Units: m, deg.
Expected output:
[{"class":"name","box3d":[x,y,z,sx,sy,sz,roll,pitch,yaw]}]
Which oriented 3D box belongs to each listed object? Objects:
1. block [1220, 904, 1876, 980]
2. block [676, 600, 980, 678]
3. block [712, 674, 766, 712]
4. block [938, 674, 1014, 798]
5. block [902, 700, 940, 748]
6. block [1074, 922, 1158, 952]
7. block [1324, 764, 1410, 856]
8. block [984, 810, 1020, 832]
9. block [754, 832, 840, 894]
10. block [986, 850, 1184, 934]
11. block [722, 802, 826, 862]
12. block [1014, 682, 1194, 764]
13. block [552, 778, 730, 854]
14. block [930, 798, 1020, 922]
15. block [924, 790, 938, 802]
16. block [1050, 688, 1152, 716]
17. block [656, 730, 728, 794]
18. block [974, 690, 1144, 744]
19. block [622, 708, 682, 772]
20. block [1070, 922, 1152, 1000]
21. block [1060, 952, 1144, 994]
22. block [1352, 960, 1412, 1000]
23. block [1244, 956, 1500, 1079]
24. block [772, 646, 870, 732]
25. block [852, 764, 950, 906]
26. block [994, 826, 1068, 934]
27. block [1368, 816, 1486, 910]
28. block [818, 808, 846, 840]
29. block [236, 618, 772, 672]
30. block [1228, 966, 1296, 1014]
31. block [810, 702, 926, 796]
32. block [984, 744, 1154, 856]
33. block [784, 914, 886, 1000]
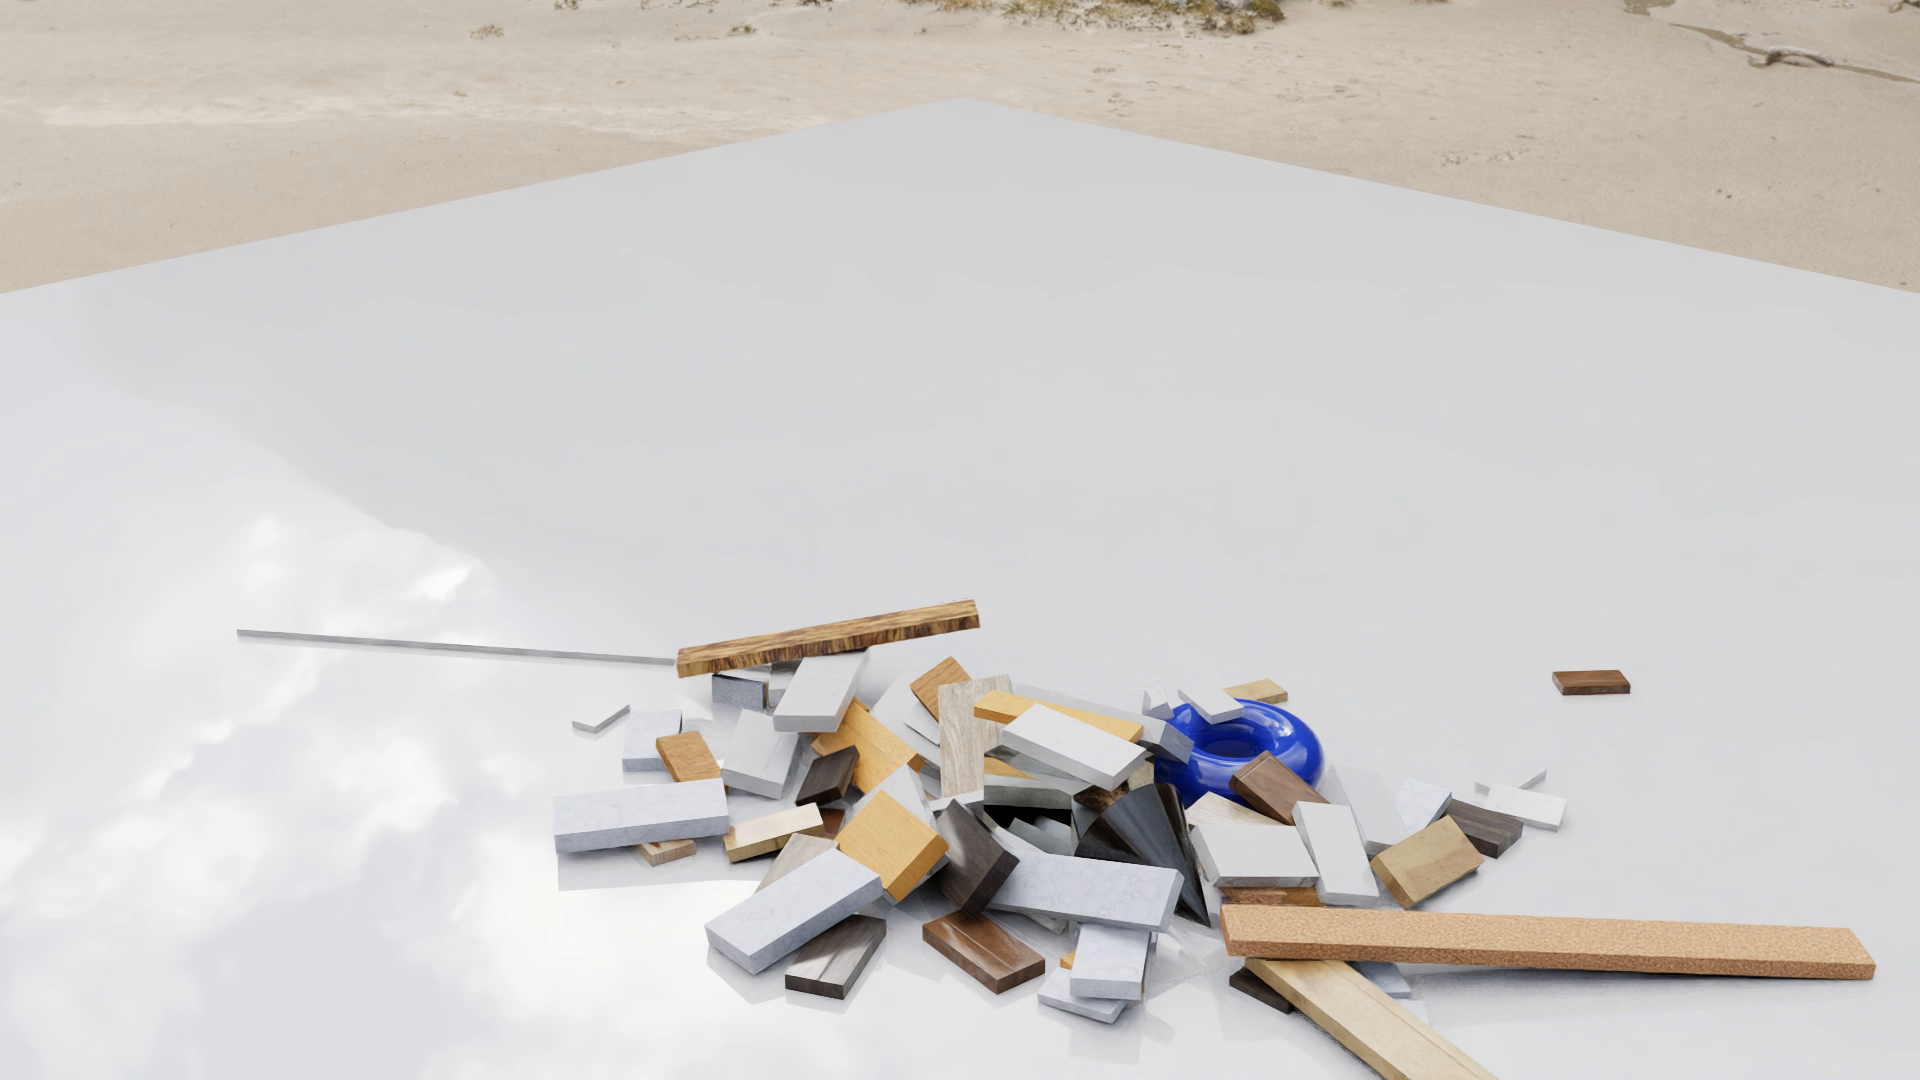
[{"class":"block","box3d":[1.046,0.718,3.931,1.157,0.033,0.117,3,23,-3]},{"class":"block","box3d":[-0.292,0.218,4.886,0.672,0.031,0.110,-10,17,-2]},{"class":"block","box3d":[-0.491,0.338,4.885,0.125,0.063,0.018,9,25,20]},{"class":"block","box3d":[0.037,0.418,4.455,0.149,0.042,0.298,-11,51,10]},{"class":"block","box3d":[-0.063,0.385,4.602,0.115,0.016,0.058,30,73,40]},{"class":"block","box3d":[0.287,0.722,4.033,0.148,0.021,0.074,3,23,8]},{"class":"block","box3d":[0.805,0.533,4.316,0.112,0.032,0.231,13,30,-19]},{"class":"block","box3d":[0.059,0.514,4.425,0.081,0.023,0.163,-20,44,-1]},{"class":"block","box3d":[-0.312,0.637,4.183,0.097,0.027,0.200,8,34,19]},{"class":"block","box3d":[0.198,0.636,4.022,0.442,0.031,0.110,1,57,37]},{"class":"block","box3d":[-0.367,0.574,4.321,0.193,0.027,0.097,-15,22,-8]},{"class":"block","box3d":[0.286,0.368,4.420,0.335,0.047,0.167,13,-13,30]},{"class":"block","box3d":[-0.632,0.544,4.354,0.338,0.042,0.149,-6,24,-9]},{"class":"block","box3d":[0.007,0.598,4.136,0.040,0.140,0.280,37,-1,-24]},{"class":"block","box3d":[-0.078,0.532,4.444,0.058,0.016,0.115,-18,29,-35]},{"class":"block","box3d":[0.221,0.397,4.570,0.335,0.047,0.167,-2,59,22]},{"class":"block","box3d":[-0.557,0.468,4.572,0.093,0.026,0.185,-8,36,-25]},{"class":"block","box3d":[0.192,0.354,4.307,0.327,0.023,0.081,11,25,25]},{"class":"block","box3d":[-0.658,0.428,4.712,0.110,0.031,0.221,-1,23,-3]},{"class":"block","box3d":[0.269,0.736,3.889,0.122,0.035,0.245,2,17,9]},{"class":"block","box3d":[0.253,0.774,3.911,0.074,0.021,0.148,-15,27,-32]},{"class":"block","box3d":[0.749,0.776,3.909,0.064,0.018,0.129,-4,23,-8]},{"class":"block","box3d":[0.698,0.821,3.731,0.122,0.035,0.521,-15,29,-29]},{"class":"block","box3d":[-0.293,0.313,4.720,0.131,0.037,0.414,0,18,8]},{"class":"block","box3d":[-0.116,0.567,4.272,0.140,0.040,0.334,-40,25,6]},{"class":"block","box3d":[0.128,0.637,4.125,0.234,0.033,0.117,24,77,43]},{"class":"block","box3d":[0.893,0.615,4.199,0.223,0.032,0.112,-19,63,-38]},{"class":"block","box3d":[-0.286,0.587,4.344,0.093,0.026,0.185,3,23,6]},{"class":"block","box3d":[-1.062,0.246,5.158,1.316,0.018,0.063,3,23,8]},{"class":"block","box3d":[0.545,0.790,3.876,0.129,0.018,0.064,21,31,40]},{"class":"block","box3d":[-0.193,0.446,4.577,0.131,0.037,0.263,-44,37,-11]},{"class":"block","box3d":[0.209,0.515,4.252,0.231,0.231,0.231,-21,31,-40]},{"class":"block","box3d":[-0.222,0.745,3.964,0.110,0.031,0.220,7,24,17]}]
